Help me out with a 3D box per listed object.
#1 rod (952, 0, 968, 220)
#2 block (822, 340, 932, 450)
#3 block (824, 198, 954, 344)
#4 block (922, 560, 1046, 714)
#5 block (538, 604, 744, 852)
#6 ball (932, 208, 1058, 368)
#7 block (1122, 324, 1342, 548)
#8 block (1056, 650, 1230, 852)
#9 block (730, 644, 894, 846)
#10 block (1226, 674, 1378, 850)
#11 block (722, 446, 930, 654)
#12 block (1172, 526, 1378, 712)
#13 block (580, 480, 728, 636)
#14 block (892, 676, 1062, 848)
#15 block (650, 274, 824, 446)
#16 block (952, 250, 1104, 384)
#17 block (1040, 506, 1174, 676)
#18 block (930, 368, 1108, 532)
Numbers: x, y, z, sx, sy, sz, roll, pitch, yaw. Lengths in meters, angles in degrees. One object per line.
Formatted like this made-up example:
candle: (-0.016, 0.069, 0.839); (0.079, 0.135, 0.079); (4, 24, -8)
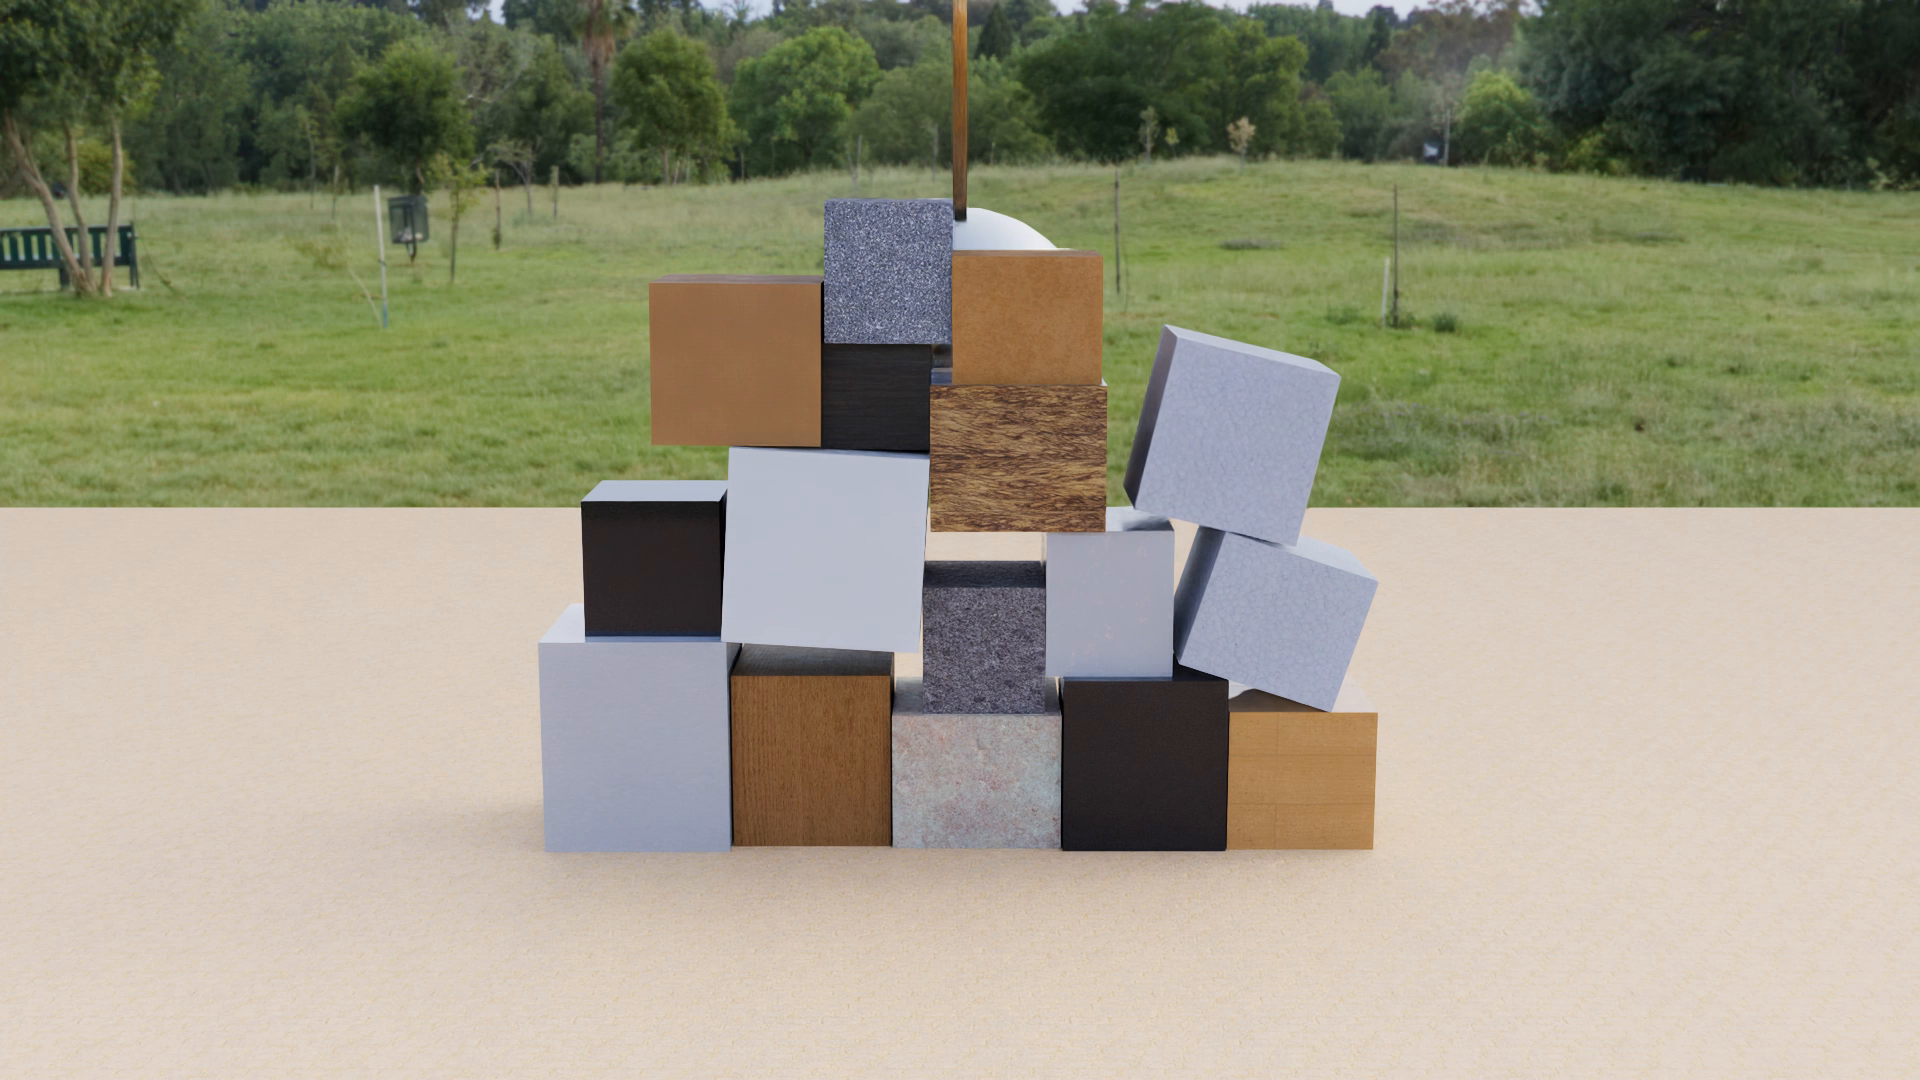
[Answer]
rod: (0.000, -4.099, 11.349); (0.080, 5.200, 0.080); (0, 31, 0)
block: (-0.411, -0.755, 11.049); (0.531, 0.521, 0.586); (1, 10, 0)
block: (-0.347, -1.344, 10.933); (0.619, 0.682, 0.621); (1, 10, 0)
block: (0.118, 0.487, 11.264); (0.607, 0.641, 0.721); (0, 10, 0)
block: (-1.610, 0.949, 11.346); (0.924, 1.074, 0.926); (0, 10, 0)
ball: (0.000, -1.171, 13.076); (1.600, 1.600, 1.600); (0, 10, 0)
block: (1.349, -0.540, 11.076); (0.817, 0.864, 0.772); (13, 10, -2)
block: (0.921, 1.048, 11.356); (0.812, 0.875, 0.885); (0, 10, 0)
block: (-0.743, 1.038, 11.388); (0.791, 0.882, 0.790); (0, 10, 0)
block: (1.705, 1.130, 11.369); (0.735, 0.709, 0.820); (0, 10, 0)
block: (-0.660, -0.026, 11.179); (0.972, 0.961, 0.921); (3, 10, -1)
block: (1.568, 0.333, 11.232); (0.797, 0.696, 0.846); (18, 10, -3)
block: (-1.523, 0.085, 11.191); (0.679, 0.682, 0.668); (0, 10, 0)
block: (0.083, 1.139, 11.383); (0.842, 0.686, 0.817); (0, 10, 0)
block: (-1.086, -0.912, 11.006); (0.823, 0.786, 0.757); (1, 10, 0)
block: (0.326, -1.119, 10.967); (0.729, 0.618, 0.648); (0, 10, 0)
block: (0.741, 0.253, 11.228); (0.630, 0.735, 0.724); (0, 10, 0)
block: (0.285, -0.466, 11.113); (0.859, 0.720, 0.819); (0, 10, 0)
